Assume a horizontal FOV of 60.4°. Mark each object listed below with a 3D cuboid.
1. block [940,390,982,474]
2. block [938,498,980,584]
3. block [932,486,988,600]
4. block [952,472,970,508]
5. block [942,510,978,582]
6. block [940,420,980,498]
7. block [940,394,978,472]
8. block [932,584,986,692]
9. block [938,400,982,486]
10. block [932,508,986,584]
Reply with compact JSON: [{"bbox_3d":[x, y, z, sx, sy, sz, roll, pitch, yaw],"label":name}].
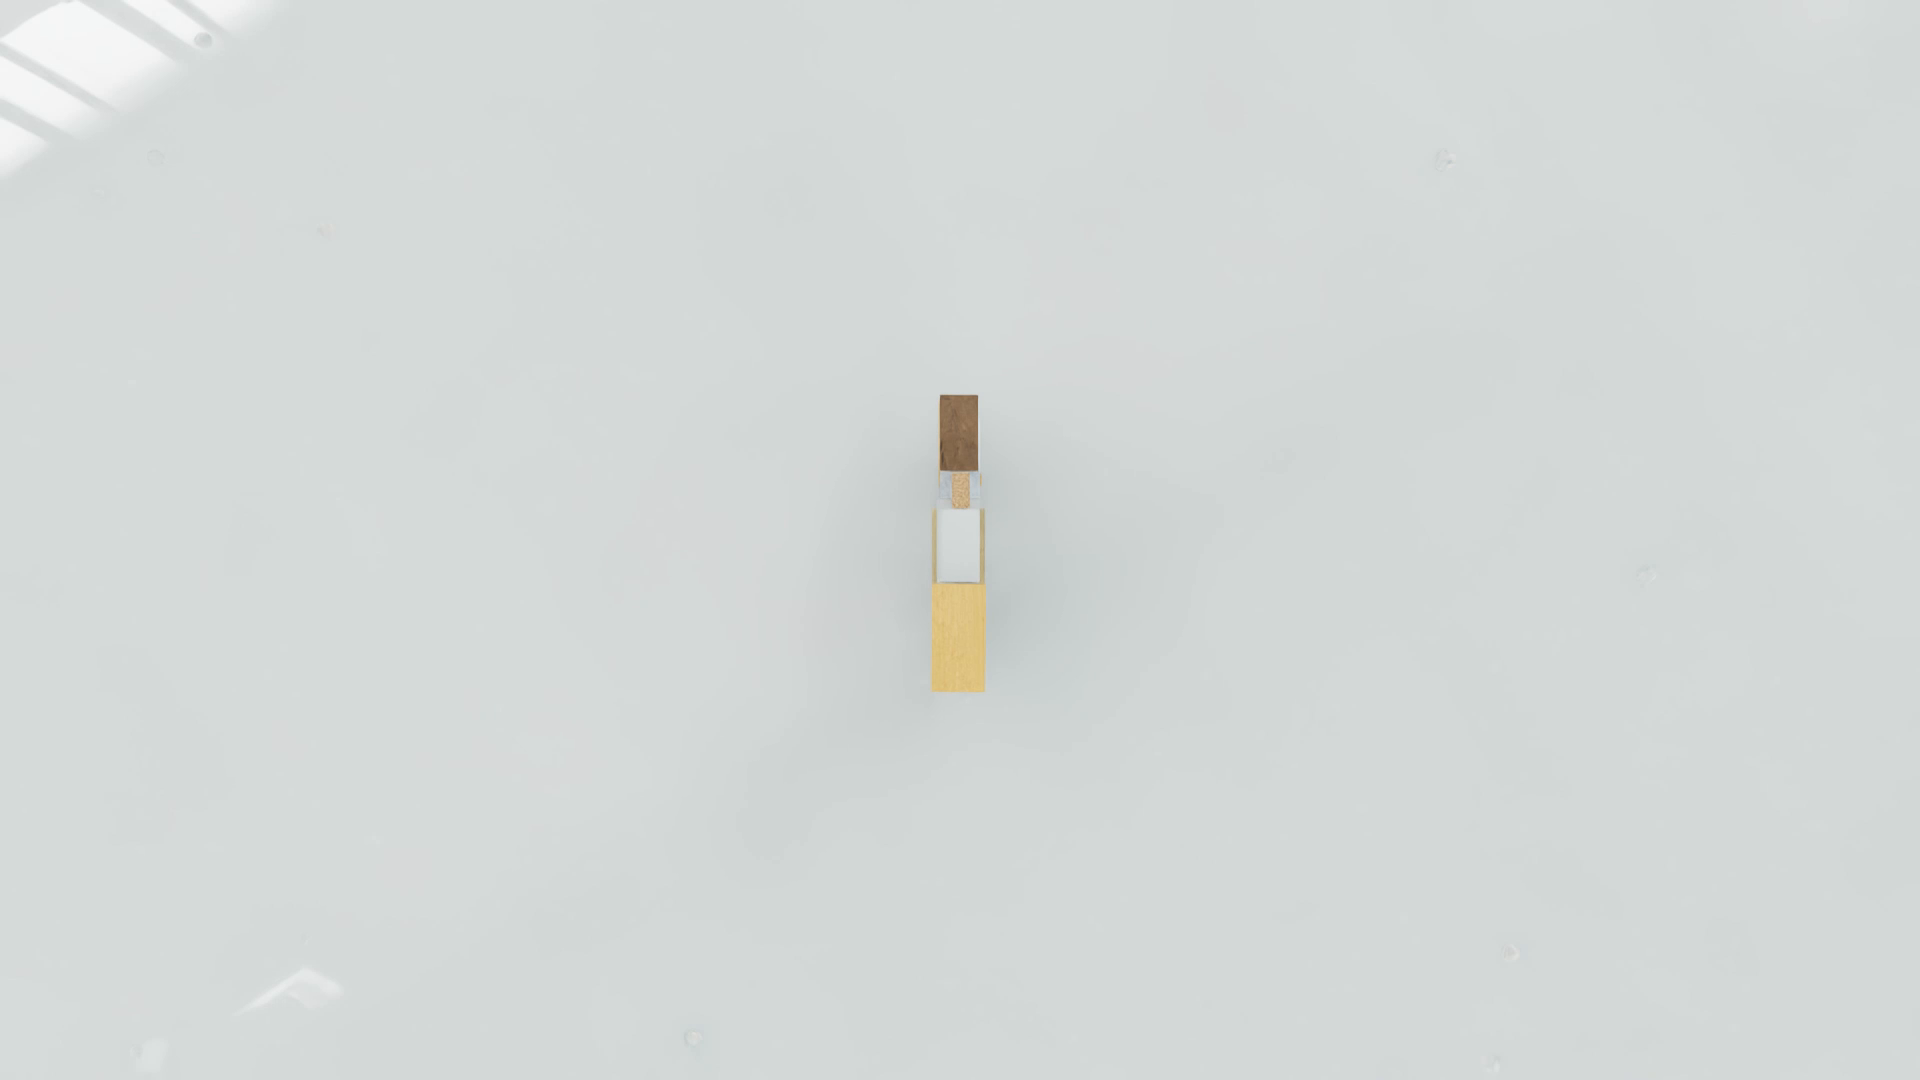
[{"bbox_3d":[0.003,-0.320,4.927,0.124,0.035,0.247,0,90,0],"label":"block"},{"bbox_3d":[-0.005,0.004,4.501,0.116,0.033,0.231,0,90,0],"label":"block"},{"bbox_3d":[0.001,0.009,5.124,0.175,0.050,0.351,0,90,0],"label":"block"},{"bbox_3d":[0.002,-0.132,4.383,0.047,0.013,0.095,-1,90,0],"label":"block"},{"bbox_3d":[0.001,0.015,4.284,0.094,0.027,0.187,0,90,0],"label":"block"},{"bbox_3d":[0.000,-0.229,4.669,0.112,0.032,0.224,0,90,0],"label":"block"},{"bbox_3d":[-0.002,-0.288,4.434,0.102,0.029,0.204,0,90,0],"label":"block"},{"bbox_3d":[-0.004,0.249,4.207,0.137,0.039,0.275,1,90,0],"label":"block"},{"bbox_3d":[0.001,-0.306,5.211,0.135,0.038,0.270,0,90,0],"label":"block"},{"bbox_3d":[-0.005,0.063,4.771,0.153,0.043,0.307,0,90,0],"label":"block"}]
